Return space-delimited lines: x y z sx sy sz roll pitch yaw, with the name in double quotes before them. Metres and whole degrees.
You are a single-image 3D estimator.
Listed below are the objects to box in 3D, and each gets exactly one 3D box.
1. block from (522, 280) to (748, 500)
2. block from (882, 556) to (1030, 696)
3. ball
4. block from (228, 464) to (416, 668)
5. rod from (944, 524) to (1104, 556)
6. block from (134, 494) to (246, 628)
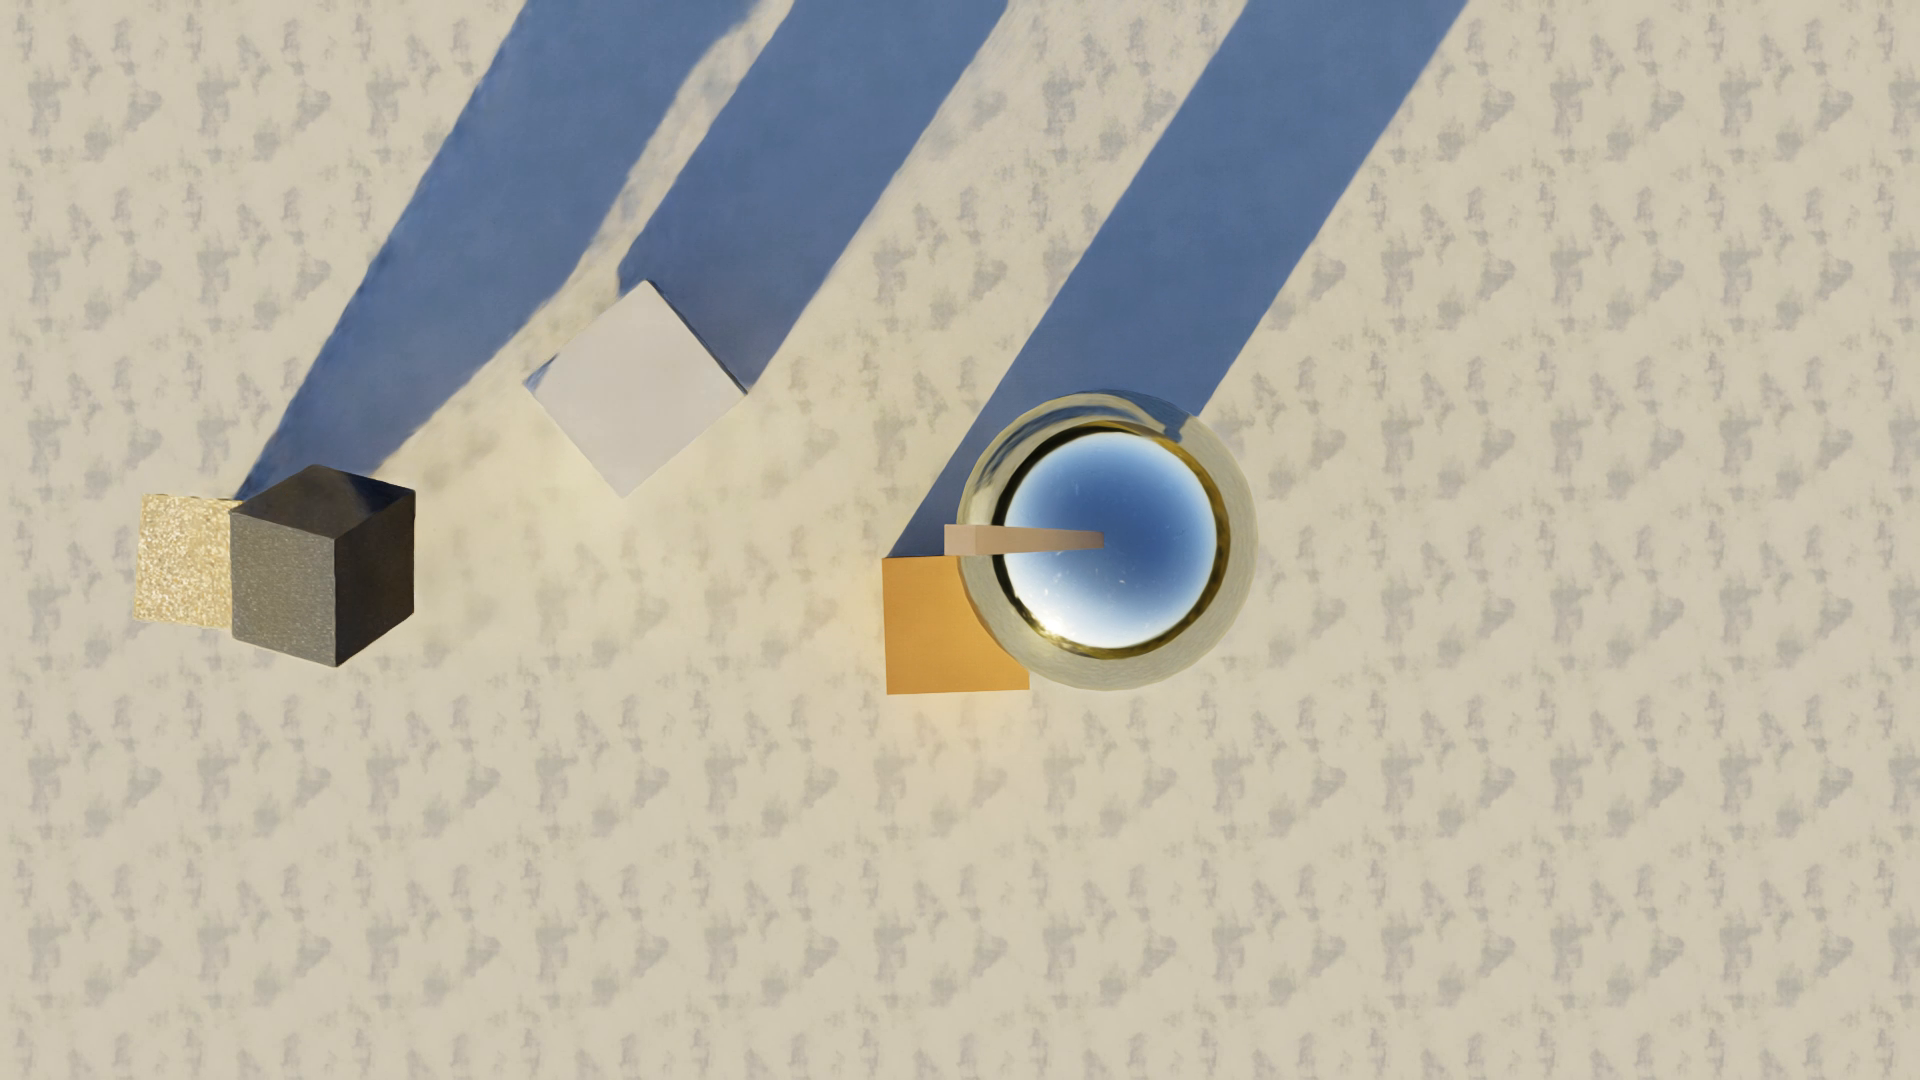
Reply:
"block" -1.829 -0.866 12.539 0.890 0.828 0.843 -40 97 0
"block" -0.024 0.469 12.640 0.799 0.721 0.764 -2 90 0
"ball" 0.770 0.000 11.596 1.600 1.600 1.600 0 90 0
"block" -3.464 0.129 11.989 0.647 0.760 0.759 14 115 15
"rod" 0.334 0.000 8.224 0.080 5.200 0.080 0 90 7
"block" -4.114 0.127 12.513 0.767 0.735 0.701 4 90 22
